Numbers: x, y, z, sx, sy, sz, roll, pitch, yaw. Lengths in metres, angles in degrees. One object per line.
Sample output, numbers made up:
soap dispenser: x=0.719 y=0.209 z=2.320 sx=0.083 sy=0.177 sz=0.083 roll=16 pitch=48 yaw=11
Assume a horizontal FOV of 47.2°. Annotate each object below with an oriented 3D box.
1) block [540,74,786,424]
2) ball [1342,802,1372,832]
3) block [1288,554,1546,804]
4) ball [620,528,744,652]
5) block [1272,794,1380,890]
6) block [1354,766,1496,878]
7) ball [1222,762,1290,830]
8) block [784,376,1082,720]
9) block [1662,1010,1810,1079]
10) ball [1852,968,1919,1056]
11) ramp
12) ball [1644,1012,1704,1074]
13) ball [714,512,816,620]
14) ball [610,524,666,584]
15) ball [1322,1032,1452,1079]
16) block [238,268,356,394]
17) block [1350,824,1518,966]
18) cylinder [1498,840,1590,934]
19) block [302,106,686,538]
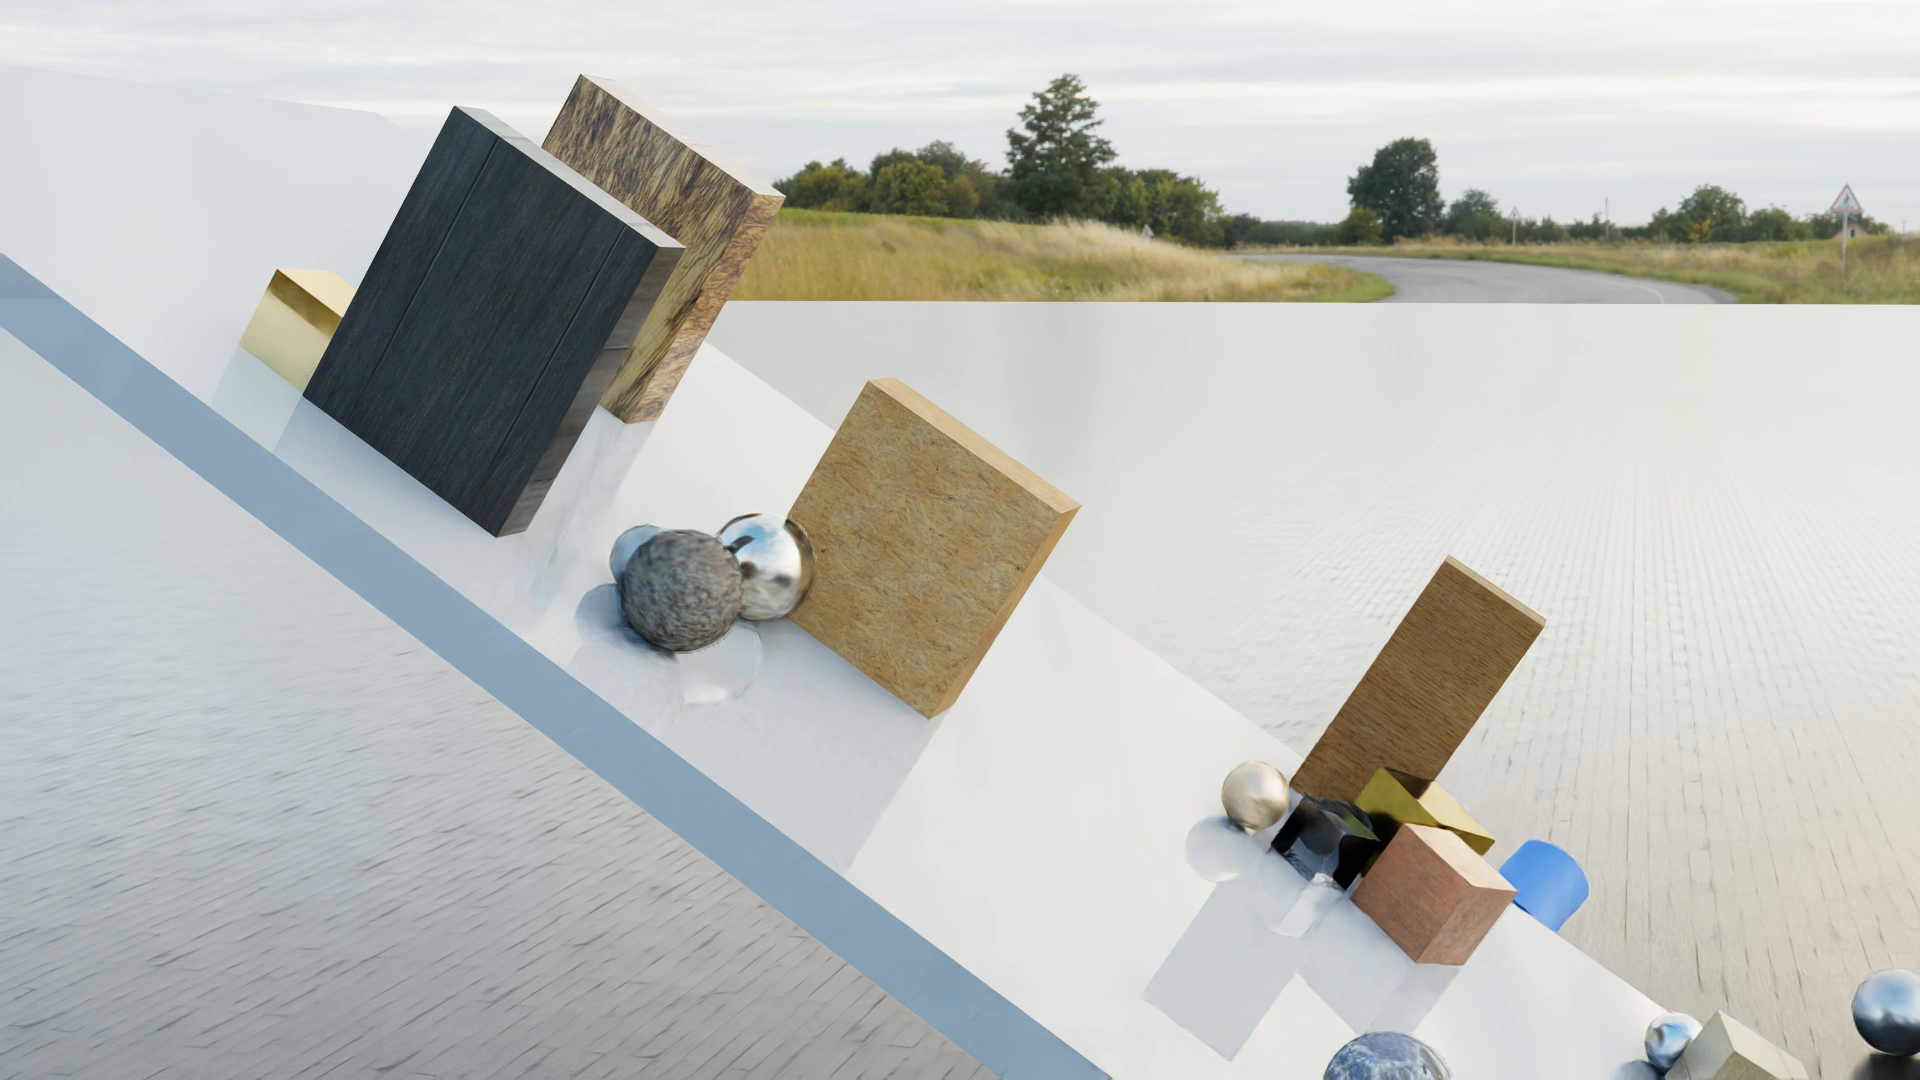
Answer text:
block: x=-0.677 y=-0.576 z=4.378 sx=0.438 sy=0.529 sz=0.147 roll=35 pitch=15 yaw=10
ball: x=0.764 y=0.579 z=4.381 sx=0.115 sy=0.115 sz=0.115 roll=0 pitch=7 yaw=0
block: x=0.955 y=0.342 z=4.610 sx=0.240 sy=0.584 sz=0.105 roll=35 pitch=15 yaw=10
ball: x=-0.434 y=0.078 z=3.438 sx=0.191 sy=0.191 sz=0.191 roll=0 pitch=7 yaw=0
block: x=0.705 y=0.584 z=4.240 sx=0.122 sy=0.122 sz=0.122 roll=18 pitch=21 yaw=-43
block: x=0.911 y=0.606 z=4.443 sx=0.192 sy=0.192 sz=0.192 roll=19 pitch=19 yaw=-40
ball: x=0.570 y=0.492 z=4.241 sx=0.131 sy=0.131 sz=0.131 roll=0 pitch=7 yaw=0
block: x=-0.085 y=0.011 z=3.870 sx=0.409 sy=0.437 sz=0.144 roll=35 pitch=15 yaw=10
block: x=1.474 y=1.049 z=4.163 sx=0.189 sy=0.189 sz=0.189 roll=33 pitch=15 yaw=2
ball: x=2.226 y=1.121 z=5.220 sx=0.204 sy=0.204 sz=0.204 roll=0 pitch=7 yaw=0
ramp: x=-0.139 y=0.231 z=4.105 sx=4.000 sy=0.100 sz=2.000 roll=35 pitch=15 yaw=10
ball: x=1.415 y=0.996 z=4.342 sx=0.124 sy=0.124 sz=0.124 roll=0 pitch=7 yaw=0
ball: x=-0.340 y=0.044 z=3.746 sx=0.186 sy=0.186 sz=0.186 roll=0 pitch=7 yaw=0
ball: x=-0.511 y=0.033 z=3.572 sx=0.117 sy=0.117 sz=0.117 roll=0 pitch=7 yaw=0
ball: x=0.622 y=0.814 z=3.198 sx=0.195 sy=0.195 sz=0.195 roll=0 pitch=7 yaw=0
block: x=-1.058 y=-0.344 z=3.620 sx=0.146 sy=0.146 sz=0.146 roll=36 pitch=15 yaw=13
block: x=0.908 y=0.680 z=4.214 sx=0.185 sy=0.185 sz=0.185 roll=15 pitch=22 yaw=-48
cylinder: x=1.464 y=0.916 z=5.640 sx=0.208 sy=0.208 sz=0.208 roll=-38 pitch=27 yaw=-28
block: x=-0.744 y=-0.344 z=3.485 sx=0.408 sy=0.539 sz=0.099 roll=35 pitch=15 yaw=10
